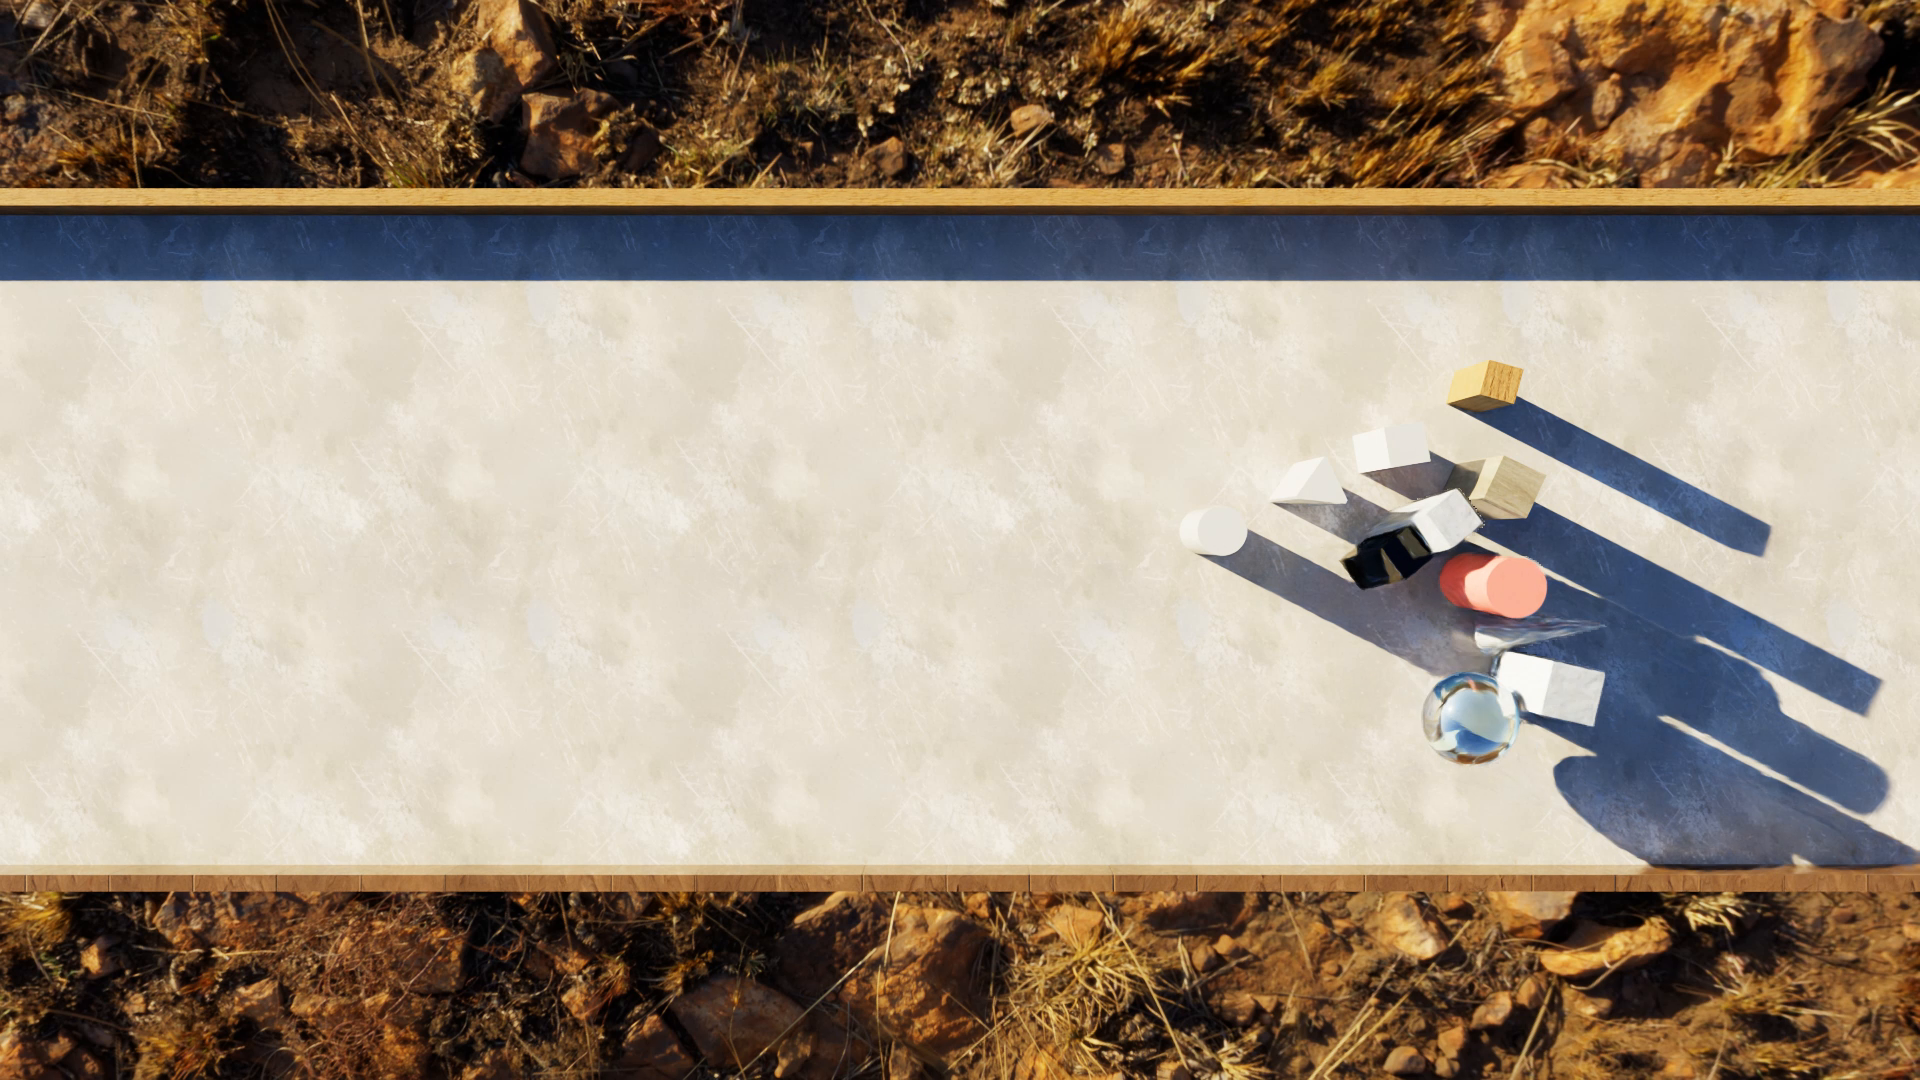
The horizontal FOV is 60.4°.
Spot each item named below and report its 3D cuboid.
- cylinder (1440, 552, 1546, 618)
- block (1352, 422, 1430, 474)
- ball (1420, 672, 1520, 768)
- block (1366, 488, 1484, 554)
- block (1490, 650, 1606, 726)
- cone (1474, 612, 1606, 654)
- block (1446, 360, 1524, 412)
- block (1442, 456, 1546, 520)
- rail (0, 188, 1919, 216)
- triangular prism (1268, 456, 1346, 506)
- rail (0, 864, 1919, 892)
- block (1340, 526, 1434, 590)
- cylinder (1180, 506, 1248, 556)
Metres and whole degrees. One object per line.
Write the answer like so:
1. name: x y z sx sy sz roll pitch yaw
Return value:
1. cylinder: 1.559 0.129 4.845 0.170 0.459 0.170 0 91 0
2. block: 1.275 -0.272 4.889 0.116 0.376 0.116 -9 90 0
3. ball: 1.485 0.522 4.802 0.277 0.277 0.277 0 90 0
4. block: 1.365 -0.035 4.867 0.123 0.402 0.123 -37 90 -13
5. block: 1.716 0.431 4.859 0.155 0.428 0.155 13 90 -3
6. cone: 1.739 0.263 4.898 0.383 0.131 0.131 -8 90 42
7. block: 1.559 -0.456 4.912 0.103 0.329 0.103 16 90 0
8. block: 1.558 -0.150 4.851 0.132 0.450 0.132 25 90 0
9. rail: -2.247 -1.025 5.002 12.000 0.150 0.050 0 90 0
10. triangular prism: 1.027 -0.175 4.867 0.143 0.419 0.124 5 90 0
11. rail: -2.247 1.025 5.001 12.000 0.150 0.050 0 90 0
12. block: 1.267 0.056 4.914 0.115 0.307 0.115 -37 90 -13
13. cylinder: 0.746 -0.027 4.885 0.142 0.383 0.142 0 90 0
